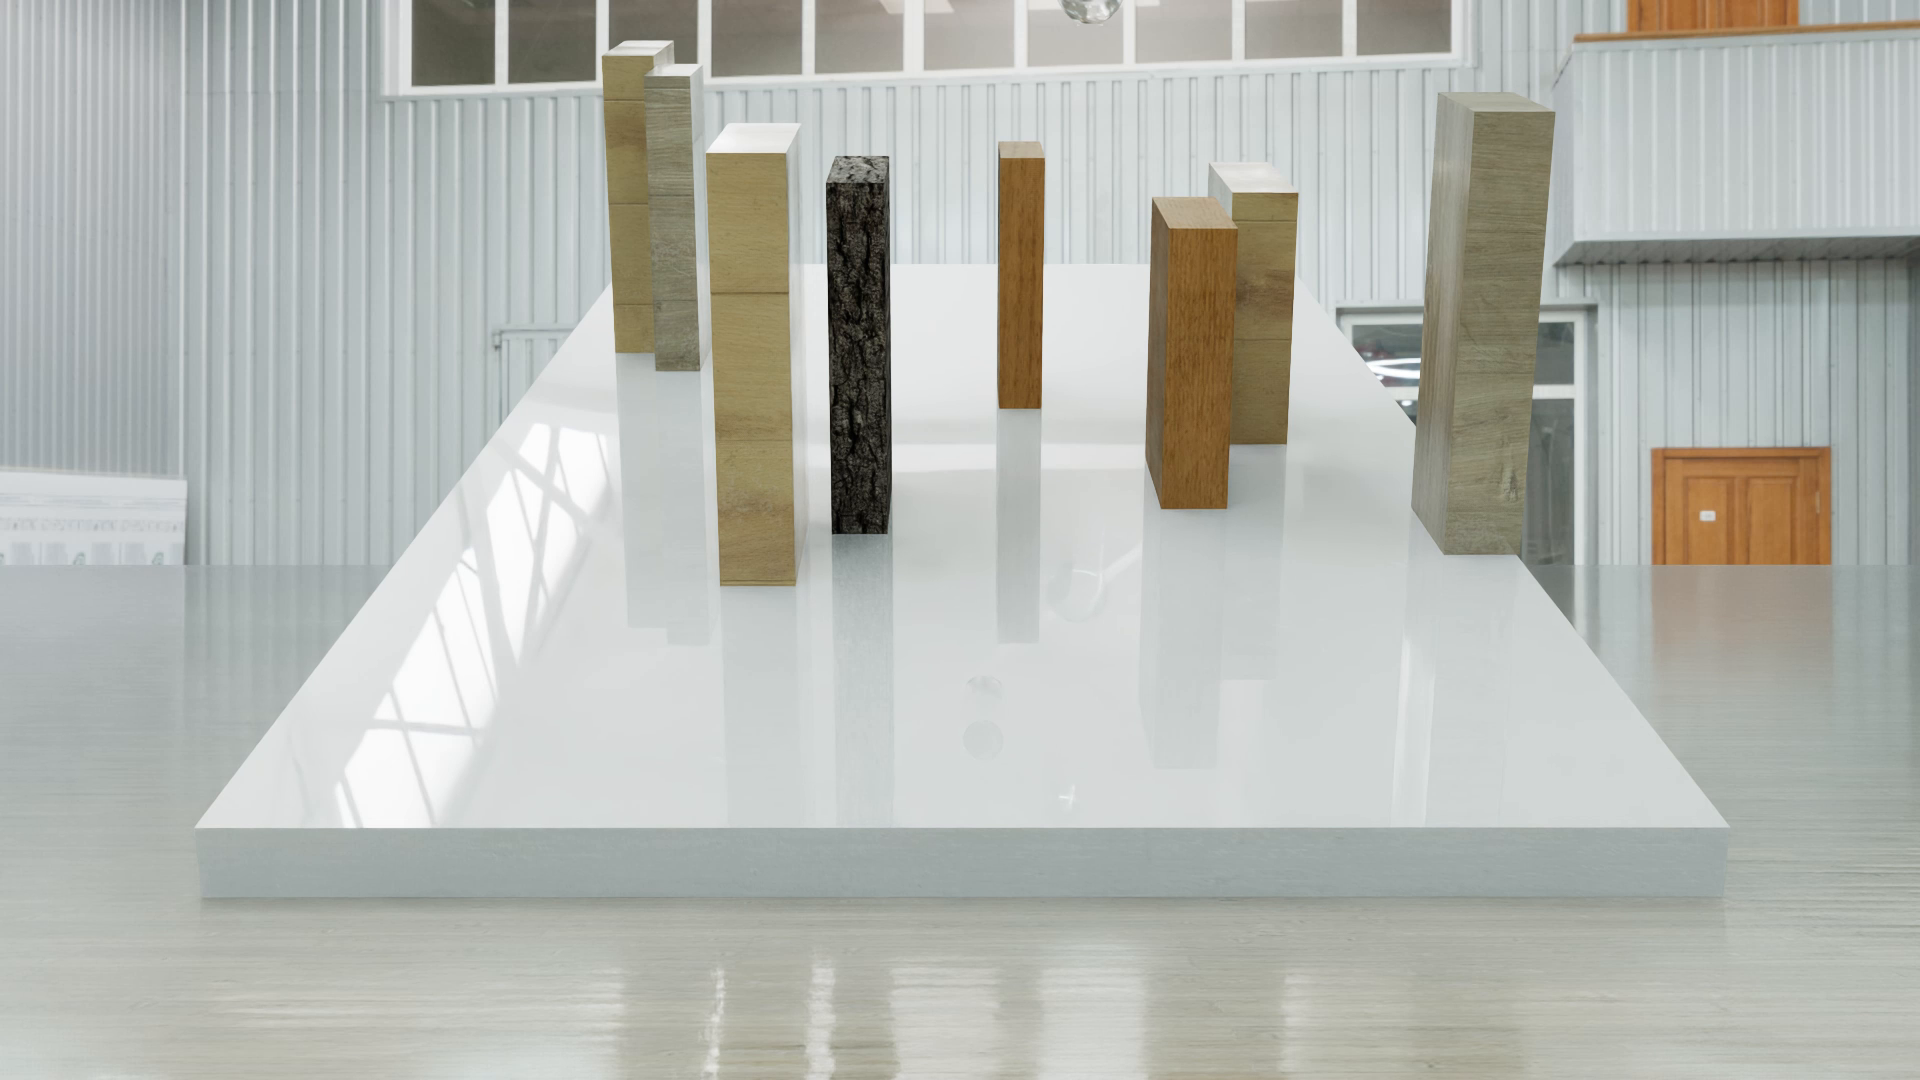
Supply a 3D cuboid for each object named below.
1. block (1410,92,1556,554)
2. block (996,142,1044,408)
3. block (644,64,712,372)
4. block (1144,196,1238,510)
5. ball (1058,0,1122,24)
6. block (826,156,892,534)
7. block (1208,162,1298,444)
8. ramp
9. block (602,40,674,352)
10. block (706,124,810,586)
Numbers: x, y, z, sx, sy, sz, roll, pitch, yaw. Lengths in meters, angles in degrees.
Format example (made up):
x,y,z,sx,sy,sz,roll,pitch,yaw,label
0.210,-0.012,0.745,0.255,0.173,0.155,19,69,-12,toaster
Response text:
x,y,z,sx,sy,sz,roll,pitch,yaw,label
0.937,-0.394,4.031,0.137,0.788,0.299,0,18,0,block
0.136,-0.606,5.071,0.096,0.562,0.276,0,18,0,block
-0.679,-0.783,5.402,0.107,0.700,0.283,0,18,0,block
0.449,-0.374,4.376,0.126,0.541,0.379,0,18,0,block
0.369,-1.559,6.307,0.195,0.195,0.195,0,0,0,ball
-0.186,-0.372,4.189,0.103,0.648,0.347,0,18,0,block
0.626,-0.525,4.864,0.136,0.534,0.444,0,18,0,block
-0.003,-0.181,4.825,2.000,0.100,4.000,0,18,0,ramp
-0.798,-0.875,5.647,0.124,0.727,0.410,0,18,0,block
-0.348,-0.333,3.909,0.130,0.741,0.390,0,18,0,block
